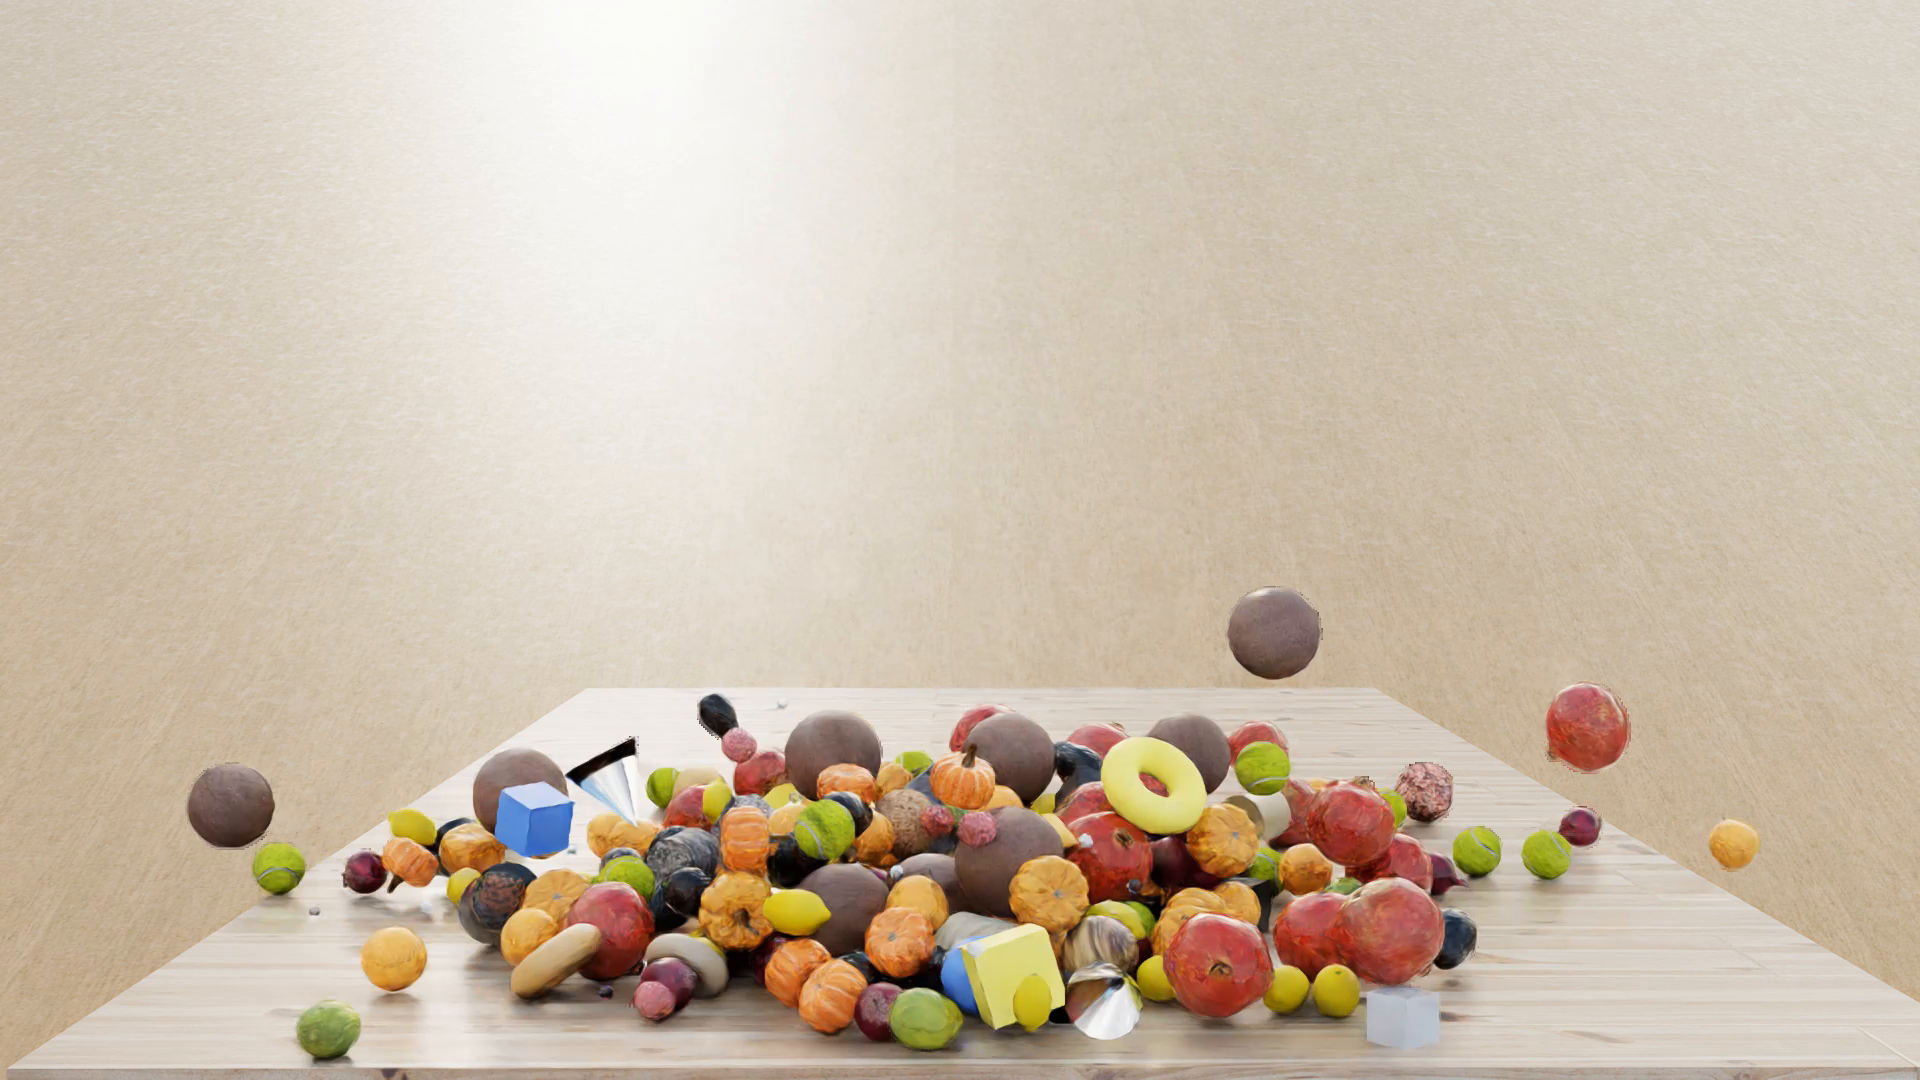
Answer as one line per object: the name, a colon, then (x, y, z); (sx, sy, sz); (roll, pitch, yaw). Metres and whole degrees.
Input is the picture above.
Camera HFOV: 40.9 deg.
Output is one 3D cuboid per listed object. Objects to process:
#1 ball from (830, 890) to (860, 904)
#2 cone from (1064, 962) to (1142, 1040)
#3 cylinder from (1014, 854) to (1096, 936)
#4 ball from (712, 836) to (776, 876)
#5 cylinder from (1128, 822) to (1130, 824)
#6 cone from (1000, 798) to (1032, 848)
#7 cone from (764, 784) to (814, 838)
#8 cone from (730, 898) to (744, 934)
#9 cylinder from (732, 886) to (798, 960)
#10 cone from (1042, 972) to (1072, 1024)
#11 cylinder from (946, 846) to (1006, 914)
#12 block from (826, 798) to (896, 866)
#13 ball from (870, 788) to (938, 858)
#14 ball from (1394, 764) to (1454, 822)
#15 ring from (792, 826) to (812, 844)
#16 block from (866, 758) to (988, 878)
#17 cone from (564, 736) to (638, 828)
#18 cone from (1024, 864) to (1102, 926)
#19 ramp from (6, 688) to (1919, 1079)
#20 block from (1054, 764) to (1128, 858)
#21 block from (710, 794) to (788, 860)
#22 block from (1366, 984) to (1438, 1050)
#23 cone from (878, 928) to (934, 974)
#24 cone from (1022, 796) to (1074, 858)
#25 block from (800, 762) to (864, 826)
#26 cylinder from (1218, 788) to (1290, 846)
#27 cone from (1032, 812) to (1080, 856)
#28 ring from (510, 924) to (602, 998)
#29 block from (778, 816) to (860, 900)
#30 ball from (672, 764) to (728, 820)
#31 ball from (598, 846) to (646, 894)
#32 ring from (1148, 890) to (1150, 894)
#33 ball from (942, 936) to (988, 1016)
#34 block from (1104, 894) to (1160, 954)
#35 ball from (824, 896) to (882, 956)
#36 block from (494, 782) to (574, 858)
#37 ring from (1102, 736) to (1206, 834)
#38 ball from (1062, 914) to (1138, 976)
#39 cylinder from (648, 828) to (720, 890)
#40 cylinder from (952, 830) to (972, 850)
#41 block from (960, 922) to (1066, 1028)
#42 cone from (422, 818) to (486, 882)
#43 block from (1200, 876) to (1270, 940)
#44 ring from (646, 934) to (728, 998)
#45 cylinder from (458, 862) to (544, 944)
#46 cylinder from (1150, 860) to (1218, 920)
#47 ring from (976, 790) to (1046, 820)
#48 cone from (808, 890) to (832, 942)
ball: (-0.146, 0.470, 3.261); (0.052, 0.052, 0.052); (0, 24, 0)
cone: (0.156, 0.457, 2.626); (0.082, 0.082, 0.082); (5, 62, -9)
cylinder: (0.119, 0.442, 3.209); (0.079, 0.079, 0.079); (-13, 55, 19)
ball: (-0.281, 0.392, 3.331); (0.083, 0.083, 0.083); (0, 24, 0)
cylinder: (0.250, 0.427, 4.201); (0.065, 0.065, 0.065); (3, 24, 16)
cone: (0.097, 0.433, 3.976); (0.072, 0.072, 0.072); (0, 2, 0)
cone: (-0.251, 0.402, 3.809); (0.080, 0.080, 0.080); (1, -7, 2)
cone: (-0.277, 0.484, 3.239); (0.051, 0.051, 0.051); (8, 23, 17)
cylinder: (-0.234, 0.460, 3.097); (0.066, 0.066, 0.066); (16, 13, -4)
cone: (0.114, 0.500, 2.773); (0.057, 0.057, 0.057); (-3, 66, 8)
cylinder: (0.020, 0.443, 3.343); (0.072, 0.072, 0.072); (-3, 64, -6)
block: (-0.148, 0.433, 3.815); (0.085, 0.085, 0.085); (-1, 2, -16)
ball: (-0.074, 0.372, 3.392); (0.090, 0.090, 0.090); (0, 24, 0)
ball: (0.759, 0.413, 4.210); (0.095, 0.095, 0.095); (0, 24, 0)
ring: (-0.203, 0.454, 3.900); (0.104, 0.035, 0.104); (3, -2, 0)
block: (-0.045, 0.383, 3.544); (0.100, 0.100, 0.100); (47, 56, 1)
cone: (-0.416, 0.308, 3.142); (0.100, 0.100, 0.100); (-28, -3, -1)
cone: (0.112, 0.473, 3.274); (0.097, 0.097, 0.097); (-31, 36, -26)
ramp: (0.055, 0.499, 4.546); (2.000, 0.100, 4.000); (0, 2, 0)
block: (0.170, 0.352, 3.336); (0.075, 0.075, 0.075); (21, 47, -13)
block: (-0.258, 0.351, 3.153); (0.056, 0.056, 0.056); (40, 16, 26)
block: (0.456, 0.491, 2.655); (0.052, 0.052, 0.052); (-2, 3, -42)
cone: (-0.057, 0.492, 3.008); (0.058, 0.058, 0.058); (27, 21, -13)
cone: (0.115, 0.387, 3.505); (0.078, 0.078, 0.078); (-11, -1, 0)
block: (-0.210, 0.414, 4.200); (0.094, 0.094, 0.094); (0, 2, -9)
cylinder: (0.431, 0.405, 3.771); (0.076, 0.076, 0.076); (21, 13, 38)
cone: (0.123, 0.357, 3.075); (0.054, 0.054, 0.054); (-22, 21, -41)
ring: (-0.450, 0.469, 2.871); (0.038, 0.114, 0.114); (52, 42, 9)
block: (-0.179, 0.403, 3.264); (0.067, 0.067, 0.067); (46, 11, 3)
ball: (-0.426, 0.415, 4.231); (0.091, 0.091, 0.091); (0, 24, 0)
ball: (-0.462, 0.453, 3.531); (0.066, 0.066, 0.066); (0, 24, 0)
ring: (0.300, 0.472, 3.411); (0.107, 0.036, 0.107); (0, 1, 0)
ball: (0.023, 0.470, 2.781); (0.085, 0.085, 0.085); (0, 24, 0)
block: (0.211, 0.469, 3.152); (0.061, 0.061, 0.061); (0, 2, 14)
ball: (-0.129, 0.466, 3.103); (0.071, 0.071, 0.071); (0, 24, 0)
block: (-0.532, 0.350, 3.222); (0.066, 0.066, 0.066); (-6, 23, -44)
ring: (0.236, 0.299, 3.136); (0.137, 0.046, 0.137); (17, 42, -16)
ball: (0.157, 0.465, 2.894); (0.087, 0.087, 0.087); (0, 24, 0)
cylinder: (-0.340, 0.392, 3.166); (0.064, 0.064, 0.064); (12, 13, 24)
cylinder: (-0.026, 0.430, 3.904); (0.082, 0.082, 0.082); (1, 24, -4)
block: (0.056, 0.456, 2.701); (0.081, 0.081, 0.081); (-17, -1, -11)
cone: (-0.692, 0.460, 3.637); (0.097, 0.097, 0.097); (-19, 41, -36)
block: (0.347, 0.463, 3.243); (0.066, 0.066, 0.066); (1, 2, 28)
ring: (-0.302, 0.472, 2.855); (0.098, 0.098, 0.033); (9, 50, 20)
cylinder: (-0.561, 0.445, 3.149); (0.087, 0.087, 0.087); (-13, -12, -26)
cylinder: (0.290, 0.451, 3.322); (0.076, 0.076, 0.076); (-1, 23, 16)
ring: (0.081, 0.439, 4.269); (0.122, 0.041, 0.122); (-1, 1, 0)
cone: (-0.164, 0.461, 3.186); (0.057, 0.057, 0.057); (-10, 7, 1)
